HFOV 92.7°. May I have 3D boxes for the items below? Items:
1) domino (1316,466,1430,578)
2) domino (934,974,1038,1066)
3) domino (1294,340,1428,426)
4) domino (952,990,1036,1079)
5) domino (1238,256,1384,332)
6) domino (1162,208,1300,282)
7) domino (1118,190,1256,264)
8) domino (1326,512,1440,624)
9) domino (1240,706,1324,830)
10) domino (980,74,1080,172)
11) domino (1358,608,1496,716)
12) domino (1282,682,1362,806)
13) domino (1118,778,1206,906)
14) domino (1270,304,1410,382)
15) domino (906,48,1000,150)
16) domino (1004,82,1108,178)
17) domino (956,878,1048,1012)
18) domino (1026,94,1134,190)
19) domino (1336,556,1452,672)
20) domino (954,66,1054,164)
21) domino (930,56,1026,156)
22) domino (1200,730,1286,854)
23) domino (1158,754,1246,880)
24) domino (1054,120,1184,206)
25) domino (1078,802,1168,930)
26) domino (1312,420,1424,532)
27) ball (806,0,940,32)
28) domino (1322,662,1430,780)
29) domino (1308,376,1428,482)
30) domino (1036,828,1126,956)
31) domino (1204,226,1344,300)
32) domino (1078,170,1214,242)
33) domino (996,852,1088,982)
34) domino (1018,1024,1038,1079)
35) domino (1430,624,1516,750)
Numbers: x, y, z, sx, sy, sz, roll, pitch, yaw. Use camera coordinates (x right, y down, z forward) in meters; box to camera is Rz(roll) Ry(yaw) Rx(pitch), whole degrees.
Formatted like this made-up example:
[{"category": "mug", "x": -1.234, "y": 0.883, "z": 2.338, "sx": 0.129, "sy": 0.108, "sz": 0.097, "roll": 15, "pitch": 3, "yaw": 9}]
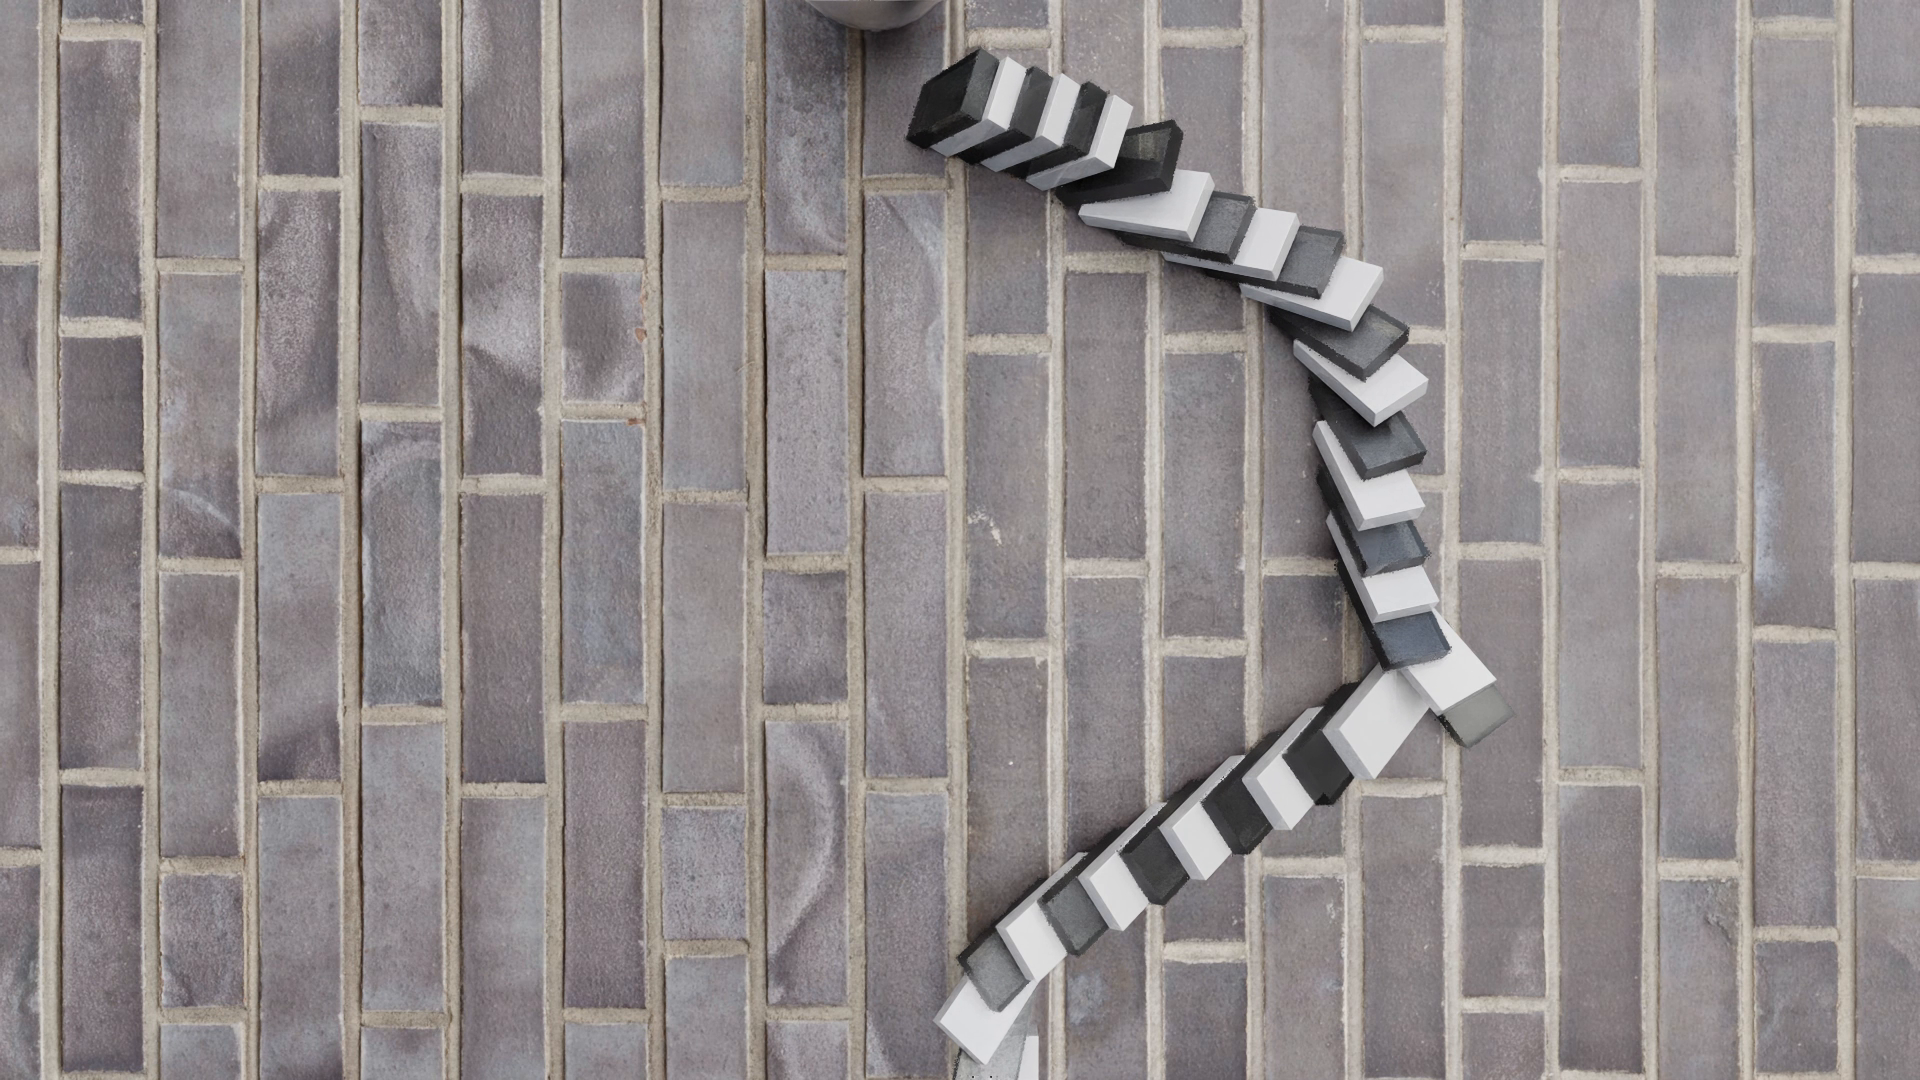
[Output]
[{"category": "domino", "x": 0.172, "y": -0.011, "z": 0.383, "sx": 0.025, "sy": 0.009, "sz": 0.050, "roll": -12, "pitch": 60, "yaw": 0}, {"category": "domino", "x": 0.014, "y": 0.187, "z": 0.382, "sx": 0.025, "sy": 0.010, "sz": 0.050, "roll": 43, "pitch": 58, "yaw": 2}, {"category": "domino", "x": 0.166, "y": -0.072, "z": 0.382, "sx": 0.025, "sy": 0.010, "sz": 0.050, "roll": -33, "pitch": 57, "yaw": 0}, {"category": "domino", "x": 0.013, "y": 0.211, "z": 0.383, "sx": 0.025, "sy": 0.009, "sz": 0.050, "roll": 17, "pitch": 58, "yaw": 0}, {"category": "domino", "x": 0.146, "y": -0.108, "z": 0.383, "sx": 0.050, "sy": 0.010, "sz": 0.025, "roll": 31, "pitch": 89, "yaw": 32}, {"category": "domino", "x": 0.112, "y": -0.126, "z": 0.383, "sx": 0.050, "sy": 0.009, "sz": 0.025, "roll": 23, "pitch": 90, "yaw": 32}, {"category": "domino", "x": 0.094, "y": -0.133, "z": 0.383, "sx": 0.050, "sy": 0.009, "sz": 0.025, "roll": 23, "pitch": 90, "yaw": 31}, {"category": "domino", "x": 0.176, "y": 0.008, "z": 0.384, "sx": 0.025, "sy": 0.009, "sz": 0.050, "roll": -12, "pitch": 60, "yaw": 0}, {"category": "domino", "x": 0.142, "y": 0.095, "z": 0.384, "sx": 0.050, "sy": 0.010, "sz": 0.025, "roll": -34, "pitch": 90, "yaw": -29}, {"category": "domino", "x": 0.027, "y": -0.170, "z": 0.376, "sx": 0.010, "sy": 0.050, "sz": 0.025, "roll": 18, "pitch": 90, "yaw": -30}, {"category": "domino", "x": 0.194, "y": 0.045, "z": 0.383, "sx": 0.025, "sy": 0.010, "sz": 0.050, "roll": -30, "pitch": 60, "yaw": 0}, {"category": "domino", "x": 0.158, "y": 0.085, "z": 0.384, "sx": 0.050, "sy": 0.009, "sz": 0.025, "roll": -36, "pitch": 91, "yaw": -29}, {"category": "domino", "x": 0.092, "y": 0.126, "z": 0.384, "sx": 0.050, "sy": 0.009, "sz": 0.025, "roll": -33, "pitch": 90, "yaw": -29}, {"category": "domino", "x": 0.157, "y": -0.090, "z": 0.382, "sx": 0.025, "sy": 0.009, "sz": 0.050, "roll": -43, "pitch": 57, "yaw": 0}, {"category": "domino", "x": -0.004, "y": -0.180, "z": 0.376, "sx": 0.009, "sy": 0.050, "sz": 0.025, "roll": 18, "pitch": 90, "yaw": -30}, {"category": "domino", "x": 0.038, "y": -0.167, "z": 0.376, "sx": 0.010, "sy": 0.050, "sz": 0.025, "roll": 18, "pitch": 90, "yaw": -30}, {"category": "domino", "x": 0.025, "y": 0.168, "z": 0.383, "sx": 0.050, "sy": 0.009, "sz": 0.025, "roll": -32, "pitch": 88, "yaw": -31}, {"category": "domino", "x": 0.048, "y": -0.162, "z": 0.376, "sx": 0.009, "sy": 0.050, "sz": 0.025, "roll": 18, "pitch": 90, "yaw": -30}, {"category": "domino", "x": 0.180, "y": 0.028, "z": 0.383, "sx": 0.025, "sy": 0.009, "sz": 0.050, "roll": -13, "pitch": 60, "yaw": 1}, {"category": "domino", "x": 0.017, "y": -0.173, "z": 0.376, "sx": 0.009, "sy": 0.050, "sz": 0.025, "roll": 18, "pitch": 90, "yaw": -30}, {"category": "domino", "x": 0.007, "y": -0.176, "z": 0.376, "sx": 0.009, "sy": 0.050, "sz": 0.025, "roll": 18, "pitch": 90, "yaw": -30}, {"category": "domino", "x": 0.126, "y": 0.105, "z": 0.384, "sx": 0.050, "sy": 0.010, "sz": 0.025, "roll": -33, "pitch": 90, "yaw": -29}, {"category": "domino", "x": 0.108, "y": 0.115, "z": 0.384, "sx": 0.050, "sy": 0.010, "sz": 0.025, "roll": -33, "pitch": 90, "yaw": -29}, {"category": "domino", "x": 0.065, "y": -0.155, "z": 0.379, "sx": 0.050, "sy": 0.010, "sz": 0.025, "roll": 8, "pitch": 81, "yaw": 41}, {"category": "domino", "x": 0.075, "y": 0.136, "z": 0.384, "sx": 0.050, "sy": 0.010, "sz": 0.025, "roll": -33, "pitch": 90, "yaw": -29}, {"category": "domino", "x": 0.170, "y": -0.030, "z": 0.383, "sx": 0.025, "sy": 0.009, "sz": 0.050, "roll": -12, "pitch": 60, "yaw": 0}, {"category": "ball", "x": -0.035, "y": -0.246, "z": 0.360, "sx": 0.080, "sy": 0.080, "sz": 0.080, "roll": 0, "pitch": 90, "yaw": 0}, {"category": "domino", "x": 0.175, "y": 0.074, "z": 0.383, "sx": 0.050, "sy": 0.010, "sz": 0.025, "roll": -36, "pitch": 92, "yaw": -29}, {"category": "domino", "x": 0.170, "y": -0.051, "z": 0.384, "sx": 0.025, "sy": 0.010, "sz": 0.050, "roll": -18, "pitch": 60, "yaw": 0}, {"category": "domino", "x": 0.058, "y": 0.146, "z": 0.383, "sx": 0.050, "sy": 0.010, "sz": 0.025, "roll": -31, "pitch": 89, "yaw": -30}, {"category": "domino", "x": 0.130, "y": -0.119, "z": 0.383, "sx": 0.050, "sy": 0.009, "sz": 0.025, "roll": 23, "pitch": 88, "yaw": 31}, {"category": "domino", "x": 0.077, "y": -0.142, "z": 0.383, "sx": 0.050, "sy": 0.010, "sz": 0.025, "roll": 22, "pitch": 90, "yaw": 31}, {"category": "domino", "x": 0.041, "y": 0.157, "z": 0.383, "sx": 0.050, "sy": 0.010, "sz": 0.025, "roll": -30, "pitch": 89, "yaw": -31}, {"category": "domino", "x": 0.021, "y": 0.236, "z": 0.395, "sx": 0.025, "sy": 0.010, "sz": 0.050, "roll": 0, "pitch": 90, "yaw": 0}, {"category": "domino", "x": 0.212, "y": 0.062, "z": 0.395, "sx": 0.025, "sy": 0.010, "sz": 0.050, "roll": -37, "pitch": 90, "yaw": 0}]
